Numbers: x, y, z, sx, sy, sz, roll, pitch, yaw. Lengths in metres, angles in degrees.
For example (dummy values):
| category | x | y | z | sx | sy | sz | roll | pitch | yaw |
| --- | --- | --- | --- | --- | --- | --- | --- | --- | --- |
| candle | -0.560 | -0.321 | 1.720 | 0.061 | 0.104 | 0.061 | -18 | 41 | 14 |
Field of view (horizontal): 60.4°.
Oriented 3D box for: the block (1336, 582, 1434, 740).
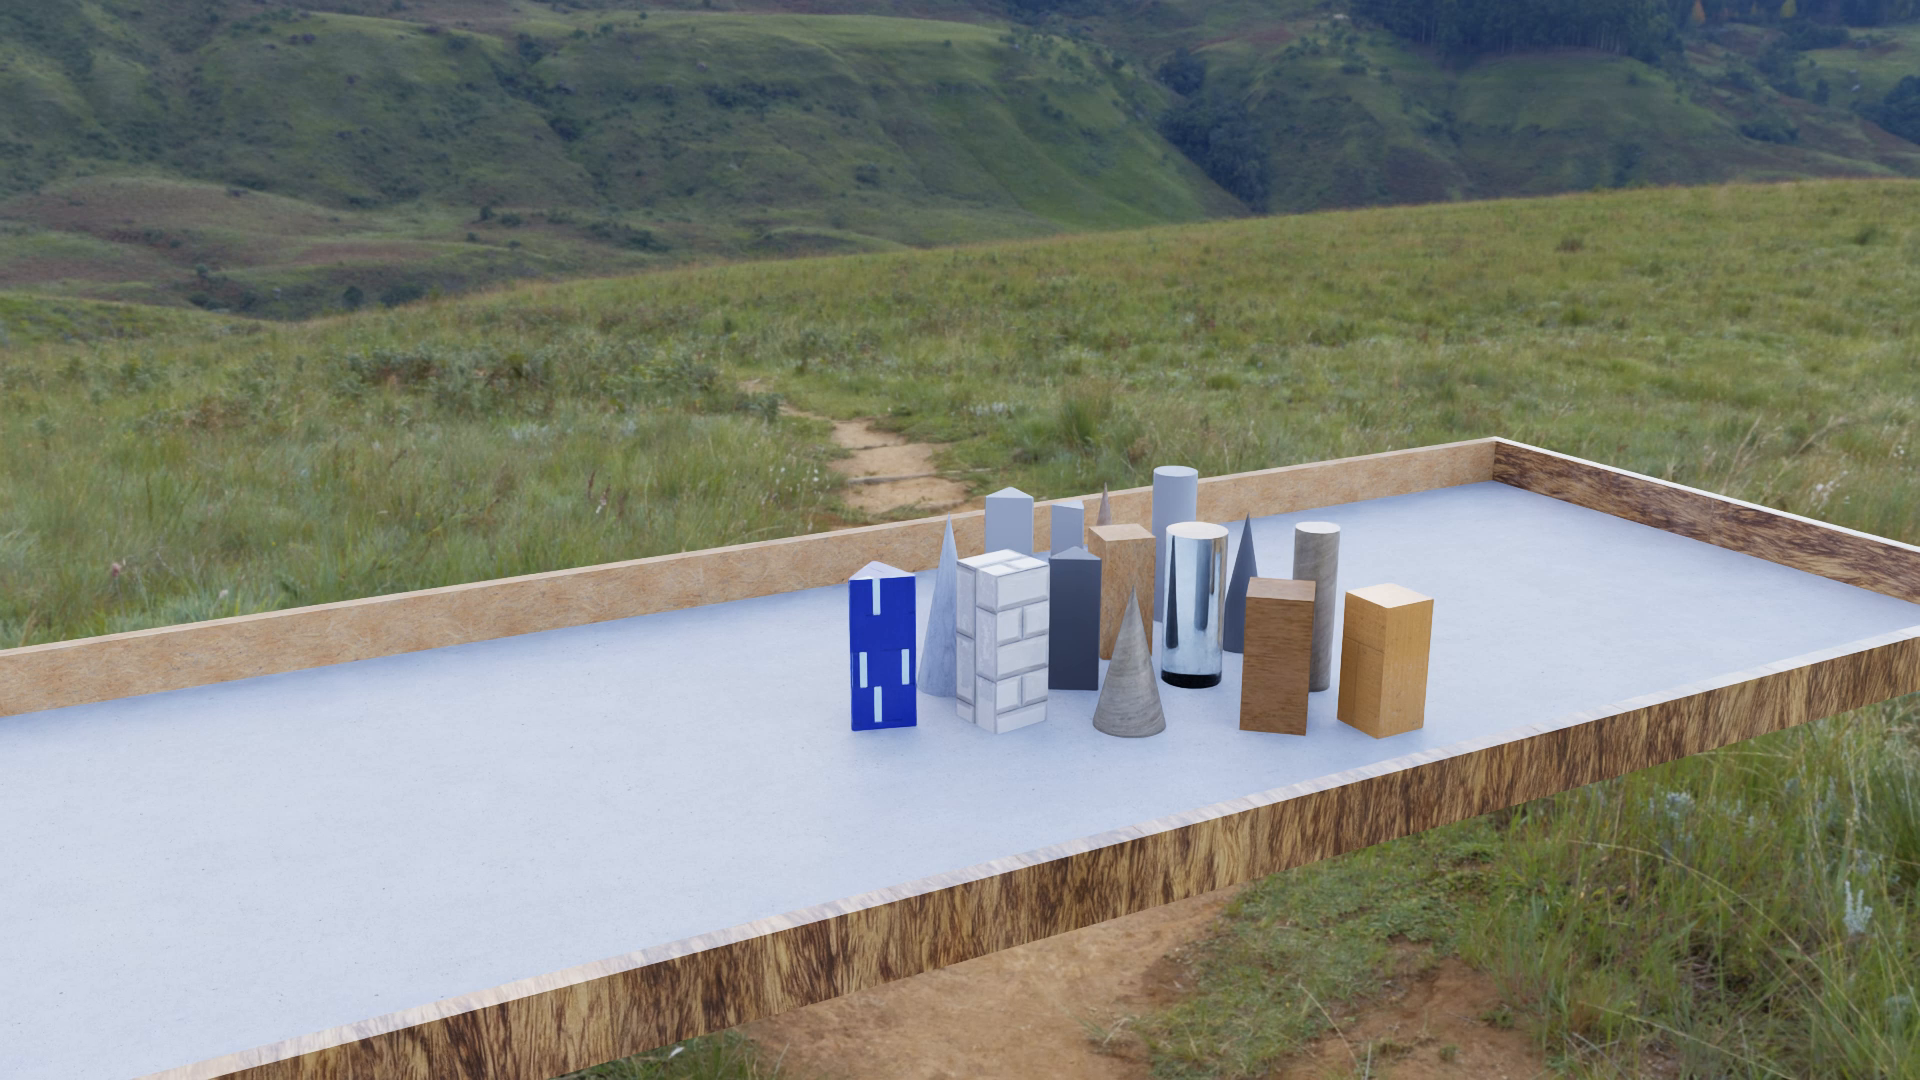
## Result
| category | x | y | z | sx | sy | sz | roll | pitch | yaw |
| --- | --- | --- | --- | --- | --- | --- | --- | --- | --- |
| block | 0.988 | 0.279 | 3.840 | 0.140 | 0.318 | 0.140 | -9 | 19 | -28 |

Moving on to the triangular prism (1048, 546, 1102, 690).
| category | x | y | z | sx | sy | sz | roll | pitch | yaw |
| --- | --- | --- | --- | --- | --- | --- | --- | --- | --- |
| triangular prism | 0.283 | 0.193 | 4.097 | 0.126 | 0.339 | 0.109 | 1 | 16 | 4 |

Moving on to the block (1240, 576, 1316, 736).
| category | x | y | z | sx | sy | sz | roll | pitch | yaw |
| --- | --- | --- | --- | --- | --- | --- | --- | --- | --- |
| block | 0.743 | 0.270 | 3.855 | 0.152 | 0.328 | 0.152 | 4 | 17 | 12 |

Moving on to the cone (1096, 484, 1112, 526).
| category | x | y | z | sx | sy | sz | roll | pitch | yaw |
| --- | --- | --- | --- | --- | --- | --- | --- | --- | --- |
| cone | 0.424 | -0.019 | 4.848 | 0.115 | 0.322 | 0.115 | 0 | 16 | 0 |

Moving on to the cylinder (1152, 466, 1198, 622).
| category | x | y | z | sx | sy | sz | roll | pitch | yaw |
| --- | --- | --- | --- | --- | --- | --- | --- | --- | --- |
| cylinder | 0.589 | 0.013 | 4.565 | 0.121 | 0.420 | 0.121 | 0 | 16 | 0 |

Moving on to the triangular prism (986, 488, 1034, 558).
| category | x | y | z | sx | sy | sz | roll | pitch | yaw |
| --- | --- | --- | --- | --- | --- | --- | --- | --- | --- |
| triangular prism | 0.130 | 0.075 | 4.358 | 0.123 | 0.417 | 0.106 | 1 | 16 | 4 |

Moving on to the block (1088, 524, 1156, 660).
| category | x | y | z | sx | sy | sz | roll | pitch | yaw |
| --- | --- | --- | --- | --- | --- | --- | --- | --- | --- |
| block | 0.420 | 0.134 | 4.325 | 0.136 | 0.323 | 0.136 | -4 | 17 | -14 |

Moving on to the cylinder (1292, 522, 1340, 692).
| category | x | y | z | sx | sy | sz | roll | pitch | yaw |
| --- | --- | --- | --- | --- | --- | --- | --- | --- | --- |
| cylinder | 0.871 | 0.165 | 4.069 | 0.108 | 0.409 | 0.108 | 0 | 16 | 0 |

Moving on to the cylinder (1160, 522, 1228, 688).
| category | x | y | z | sx | sy | sz | roll | pitch | yaw |
| --- | --- | --- | --- | --- | --- | --- | --- | --- | --- |
| cylinder | 0.584 | 0.162 | 4.115 | 0.153 | 0.388 | 0.153 | 0 | 16 | 0 |

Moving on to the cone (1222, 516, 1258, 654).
| category | x | y | z | sx | sy | sz | roll | pitch | yaw |
| --- | --- | --- | --- | --- | --- | --- | --- | --- | --- |
| cone | 0.752 | 0.102 | 4.353 | 0.141 | 0.369 | 0.141 | 0 | 16 | 0 |

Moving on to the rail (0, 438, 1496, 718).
| category | x | y | z | sx | sy | sz | roll | pitch | yaw |
| --- | --- | --- | --- | --- | --- | --- | --- | --- | --- |
| rail | -3.305 | 0.497 | 3.399 | 12.000 | 0.150 | 0.050 | -9 | 18 | -27 |

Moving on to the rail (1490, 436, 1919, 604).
| category | x | y | z | sx | sy | sz | roll | pitch | yaw |
| --- | --- | --- | --- | --- | --- | --- | --- | --- | --- |
| rail | 2.466 | -0.048 | 5.253 | 0.050 | 0.150 | 2.100 | -9 | 18 | -27 |

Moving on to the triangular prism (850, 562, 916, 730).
| category | x | y | z | sx | sy | sz | roll | pitch | yaw |
| --- | --- | --- | --- | --- | --- | --- | --- | --- | --- |
| triangular prism | -0.190 | 0.244 | 3.868 | 0.152 | 0.369 | 0.132 | -3 | 17 | -11 |

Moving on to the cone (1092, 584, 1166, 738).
| category | x | y | z | sx | sy | sz | roll | pitch | yaw |
| --- | --- | --- | --- | --- | --- | --- | --- | --- | --- |
| cone | 0.398 | 0.265 | 3.834 | 0.173 | 0.349 | 0.173 | 0 | 16 | 0 |

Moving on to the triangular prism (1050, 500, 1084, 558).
| category | x | y | z | sx | sy | sz | roll | pitch | yaw |
| --- | --- | --- | --- | --- | --- | --- | --- | --- | --- |
| triangular prism | 0.316 | 0.051 | 4.614 | 0.098 | 0.319 | 0.085 | 9 | 19 | 28 |

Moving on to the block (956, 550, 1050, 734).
| category | x | y | z | sx | sy | sz | roll | pitch | yaw |
| --- | --- | --- | --- | --- | --- | --- | --- | --- | --- |
| block | 0.099 | 0.236 | 3.869 | 0.154 | 0.385 | 0.154 | -12 | 20 | -35 |

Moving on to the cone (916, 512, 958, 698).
| category | x | y | z | sx | sy | sz | roll | pitch | yaw |
| --- | --- | --- | --- | --- | --- | --- | --- | --- | --- |
| cone | -0.027 | 0.146 | 4.059 | 0.165 | 0.451 | 0.165 | 0 | 16 | 0 |

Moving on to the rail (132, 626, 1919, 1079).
| category | x | y | z | sx | sy | sz | roll | pitch | yaw |
| --- | --- | --- | --- | --- | --- | --- | --- | --- | --- |
| rail | -2.336 | 1.006 | 1.665 | 12.000 | 0.150 | 0.050 | -9 | 18 | -27 |
